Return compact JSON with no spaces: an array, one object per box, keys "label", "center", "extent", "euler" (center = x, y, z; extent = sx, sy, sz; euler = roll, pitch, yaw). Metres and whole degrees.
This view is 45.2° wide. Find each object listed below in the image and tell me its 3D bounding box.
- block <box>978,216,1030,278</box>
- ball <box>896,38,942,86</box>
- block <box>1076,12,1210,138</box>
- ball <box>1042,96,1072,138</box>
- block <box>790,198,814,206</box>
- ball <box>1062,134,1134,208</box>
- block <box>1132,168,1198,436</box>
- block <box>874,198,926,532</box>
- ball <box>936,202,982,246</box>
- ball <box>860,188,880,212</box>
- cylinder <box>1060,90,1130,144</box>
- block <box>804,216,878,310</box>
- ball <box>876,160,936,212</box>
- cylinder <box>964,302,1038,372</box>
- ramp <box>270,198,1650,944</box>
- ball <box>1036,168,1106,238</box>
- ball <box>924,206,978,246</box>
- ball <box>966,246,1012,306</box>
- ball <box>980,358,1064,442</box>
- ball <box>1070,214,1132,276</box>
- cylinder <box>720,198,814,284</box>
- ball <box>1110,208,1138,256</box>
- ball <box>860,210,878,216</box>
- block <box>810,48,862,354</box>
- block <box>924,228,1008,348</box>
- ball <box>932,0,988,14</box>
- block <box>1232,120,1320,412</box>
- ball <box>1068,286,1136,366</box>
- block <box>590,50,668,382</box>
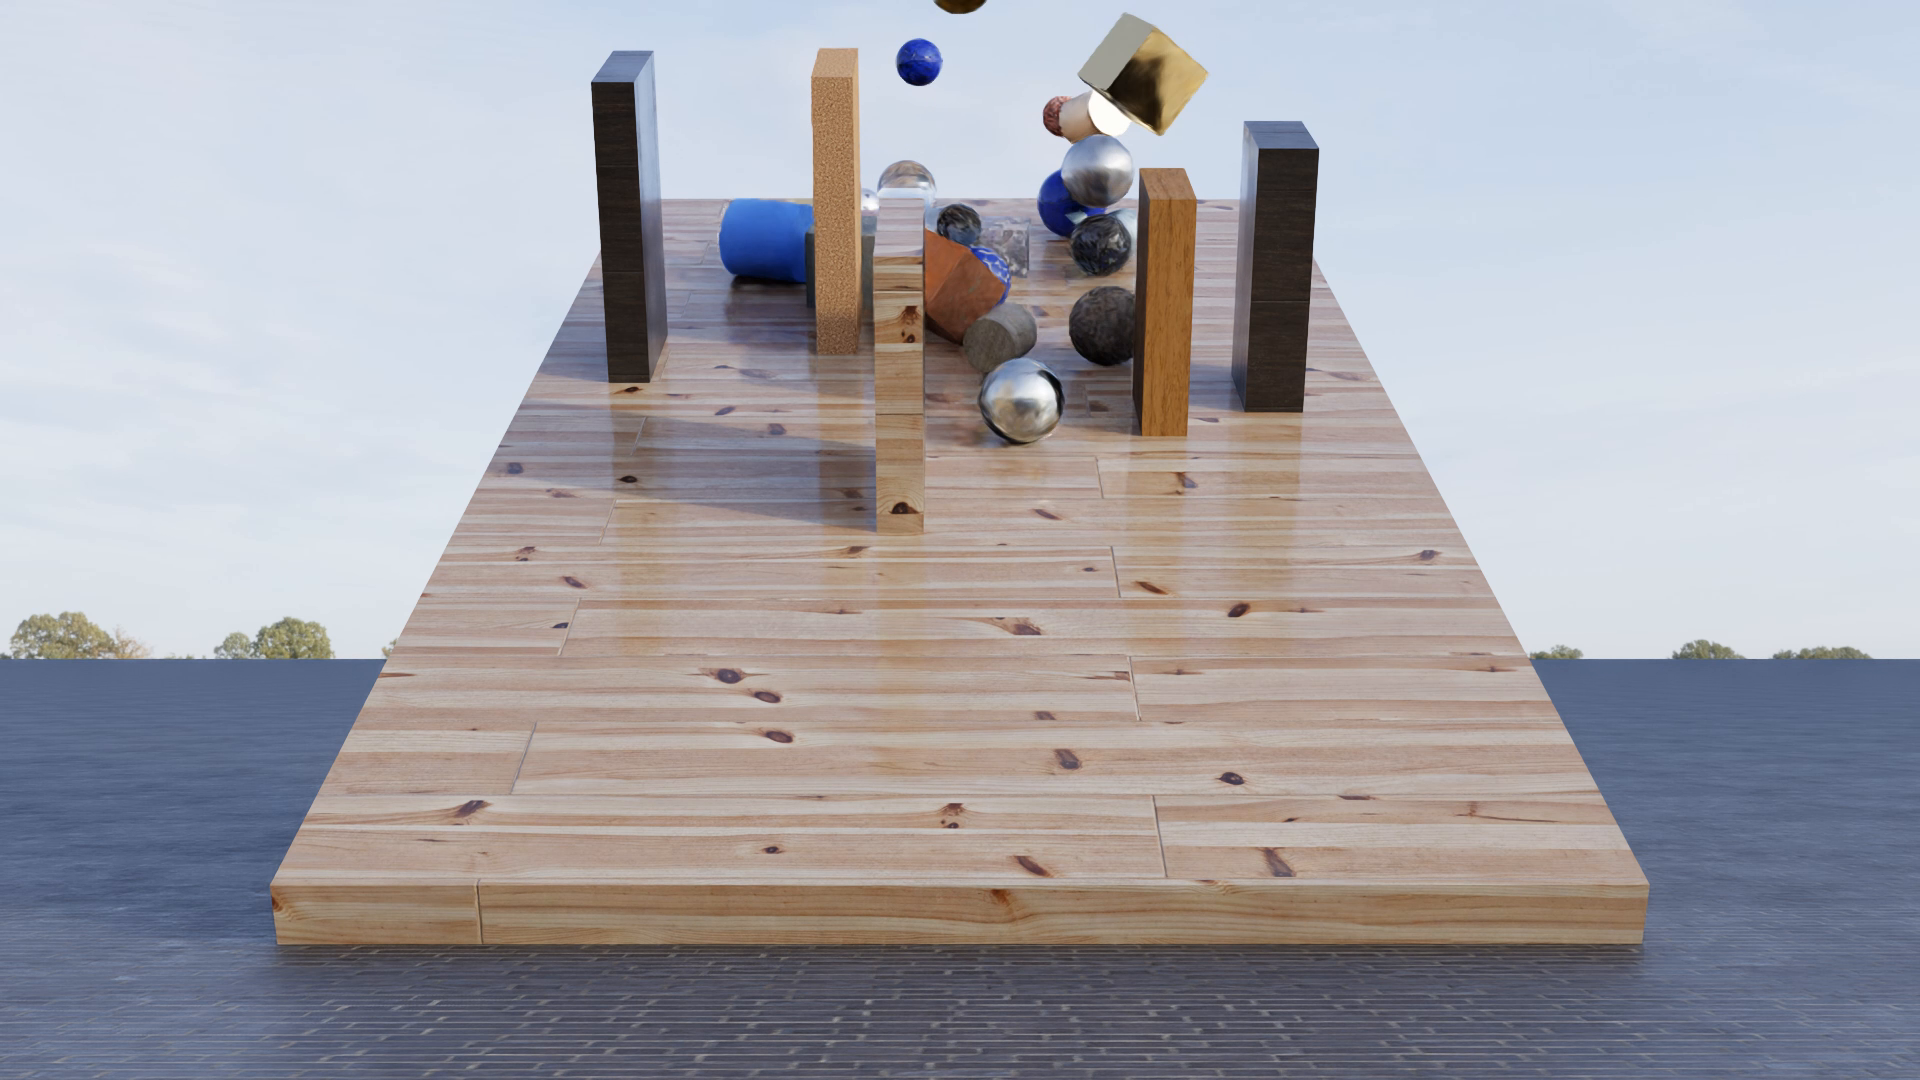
[{"label":"block","center":[0.121,-0.800,6.285],"extent":[0.132,0.132,0.132],"euler":[2,23,5]},{"label":"ball","center":[-0.116,-1.351,6.522],"extent":[0.134,0.134,0.134],"euler":[0,-3,0]},{"label":"block","center":[0.445,-1.134,5.614],"extent":[0.192,0.192,0.192],"euler":[34,7,-29]},{"label":"ball","center":[0.302,-1.240,6.749],"extent":[0.121,0.121,0.121],"euler":[0,-3,0]},{"label":"block","center":[-0.381,-0.854,6.370],"extent":[0.146,0.146,0.146],"euler":[-6,26,-25]},{"label":"ball","center":[0.384,-1.025,6.414],"extent":[0.204,0.204,0.204],"euler":[0,-3,0]},{"label":"block","center":[0.451,-0.530,5.120],"extent":[0.101,0.533,0.284],"euler":[0,23,0]},{"label":"block","center":[-0.119,-0.361,4.671],"extent":[0.093,0.565,0.444],"euler":[0,23,0]},{"label":"ball","center":[-0.004,-0.800,5.874],"extent":[0.115,0.115,0.115],"euler":[0,-3,0]},{"label":"ball","center":[-0.285,-0.942,6.616],"extent":[0.139,0.139,0.139],"euler":[0,-3,0]},{"label":"cylinder","center":[0.388,-1.217,6.631],"extent":[0.148,0.148,0.148],"euler":[2,-7,-33]},{"label":"block","center":[-0.284,-0.726,6.022],"extent":[0.199,0.199,0.199],"euler":[3,23,8]},{"label":"ball","center":[-0.145,-0.951,6.268],"extent":[0.162,0.162,0.162],"euler":[0,-3,0]},{"label":"cylinder","center":[0.097,-0.485,5.521],"extent":[0.135,0.135,0.135],"euler":[-1,21,28]},{"label":"ramp","center":[-0.007,-0.224,5.207],"extent":[2.000,0.100,4.000],"euler":[0,23,0]},{"label":"ball","center":[0.321,-0.967,6.597],"extent":[0.201,0.201,0.201],"euler":[0,-3,0]},{"label":"ball","center":[-0.042,-0.808,6.236],"extent":[0.186,0.186,0.186],"euler":[0,-3,0]},{"label":"ball","center":[0.041,-0.662,5.895],"extent":[0.179,0.179,0.179],"euler":[0,-3,0]},{"label":"ball","center":[0.135,-0.305,5.031],"extent":[0.186,0.186,0.186],"euler":[0,-3,0]},{"label":"ball","center":[0.380,-0.797,6.234],"extent":[0.168,0.168,0.168],"euler":[0,-3,0]},{"label":"cylinder","center":[-0.503,-0.806,6.199],"extent":[0.208,0.208,0.208],"euler":[10,1,23]},{"label":"ball","center":[0.456,-0.855,6.420],"extent":[0.133,0.133,0.133],"euler":[0,-3,0]},{"label":"ball","center":[-0.253,-0.795,6.200],"extent":[0.187,0.187,0.187],"euler":[0,-3,0]},{"label":"block","center":[-0.300,-0.836,5.665],"extent":[0.097,0.675,0.365],"euler":[0,23,0]},{"label":"block","center":[-0.042,-0.620,5.667],"extent":[0.185,0.185,0.185],"euler":[30,-6,43]},{"label":"ball","center":[-0.001,-1.598,6.561],"extent":[0.201,0.201,0.201],"euler":[0,-3,0]},{"label":"block","center":[0.713,-0.623,5.248],"extent":[0.132,0.607,0.275],"euler":[0,23,0]},{"label":"ball","center":[0.355,-0.513,5.524],"extent":[0.191,0.191,0.191],"euler":[0,-3,0]},{"label":"block","center":[-0.777,-0.768,5.457],"extent":[0.097,0.708,0.374],"euler":[0,23,0]}]
